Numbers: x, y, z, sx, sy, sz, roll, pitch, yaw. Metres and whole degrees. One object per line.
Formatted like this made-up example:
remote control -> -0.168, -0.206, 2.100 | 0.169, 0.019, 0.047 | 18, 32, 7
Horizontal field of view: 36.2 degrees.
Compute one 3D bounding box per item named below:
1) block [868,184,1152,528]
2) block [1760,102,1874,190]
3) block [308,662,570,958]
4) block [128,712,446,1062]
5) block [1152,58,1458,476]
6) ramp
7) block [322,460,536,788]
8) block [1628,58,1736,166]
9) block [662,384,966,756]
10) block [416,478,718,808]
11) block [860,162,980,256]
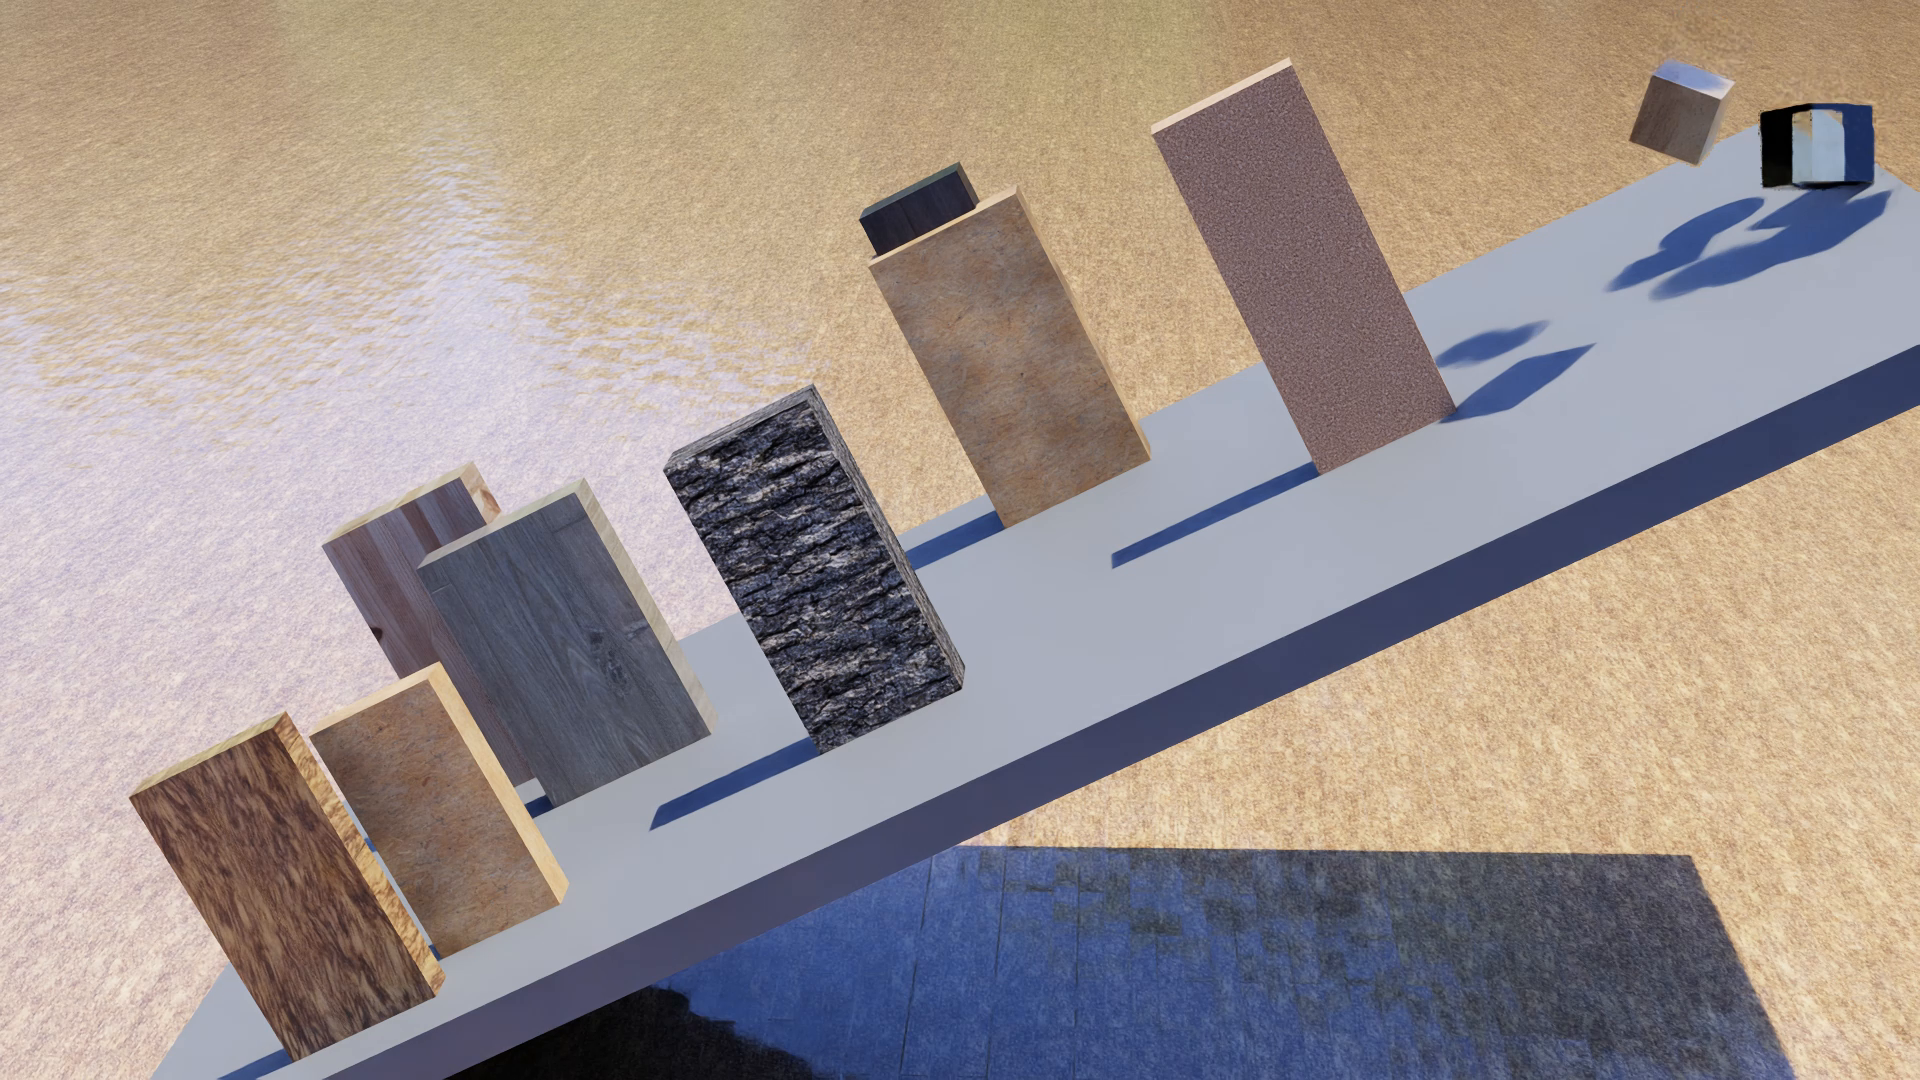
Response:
block -> 0.119, -0.420, 6.782 | 0.375, 0.692, 0.125 | -25, 14, 10
block -> 1.757, -0.805, 6.027 | 0.156, 0.156, 0.156 | -2, 1, -24
block -> -1.034, 0.540, 5.857 | 0.274, 0.529, 0.105 | -25, 14, 10
block -> -1.296, 0.674, 5.688 | 0.325, 0.618, 0.091 | -25, 14, 10
block -> 0.696, -0.548, 5.939 | 0.306, 0.782, 0.110 | -25, 14, 10
ramp -> 0.139, 0.168, 6.281 | 4.000, 0.100, 2.000 | -25, 14, 10
block -> -1.129, 0.219, 6.827 | 0.368, 0.710, 0.143 | -25, 14, 10
block -> 1.501, -0.891, 6.109 | 0.149, 0.149, 0.149 | 23, 31, 16
block -> -0.286, 0.061, 5.873 | 0.320, 0.663, 0.139 | -25, 14, 10
block -> -0.859, 0.229, 6.467 | 0.398, 0.617, 0.120 | -25, 14, 10
block -> 0.064, -0.464, 6.844 | 0.251, 0.789, 0.132 | -25, 14, 10
